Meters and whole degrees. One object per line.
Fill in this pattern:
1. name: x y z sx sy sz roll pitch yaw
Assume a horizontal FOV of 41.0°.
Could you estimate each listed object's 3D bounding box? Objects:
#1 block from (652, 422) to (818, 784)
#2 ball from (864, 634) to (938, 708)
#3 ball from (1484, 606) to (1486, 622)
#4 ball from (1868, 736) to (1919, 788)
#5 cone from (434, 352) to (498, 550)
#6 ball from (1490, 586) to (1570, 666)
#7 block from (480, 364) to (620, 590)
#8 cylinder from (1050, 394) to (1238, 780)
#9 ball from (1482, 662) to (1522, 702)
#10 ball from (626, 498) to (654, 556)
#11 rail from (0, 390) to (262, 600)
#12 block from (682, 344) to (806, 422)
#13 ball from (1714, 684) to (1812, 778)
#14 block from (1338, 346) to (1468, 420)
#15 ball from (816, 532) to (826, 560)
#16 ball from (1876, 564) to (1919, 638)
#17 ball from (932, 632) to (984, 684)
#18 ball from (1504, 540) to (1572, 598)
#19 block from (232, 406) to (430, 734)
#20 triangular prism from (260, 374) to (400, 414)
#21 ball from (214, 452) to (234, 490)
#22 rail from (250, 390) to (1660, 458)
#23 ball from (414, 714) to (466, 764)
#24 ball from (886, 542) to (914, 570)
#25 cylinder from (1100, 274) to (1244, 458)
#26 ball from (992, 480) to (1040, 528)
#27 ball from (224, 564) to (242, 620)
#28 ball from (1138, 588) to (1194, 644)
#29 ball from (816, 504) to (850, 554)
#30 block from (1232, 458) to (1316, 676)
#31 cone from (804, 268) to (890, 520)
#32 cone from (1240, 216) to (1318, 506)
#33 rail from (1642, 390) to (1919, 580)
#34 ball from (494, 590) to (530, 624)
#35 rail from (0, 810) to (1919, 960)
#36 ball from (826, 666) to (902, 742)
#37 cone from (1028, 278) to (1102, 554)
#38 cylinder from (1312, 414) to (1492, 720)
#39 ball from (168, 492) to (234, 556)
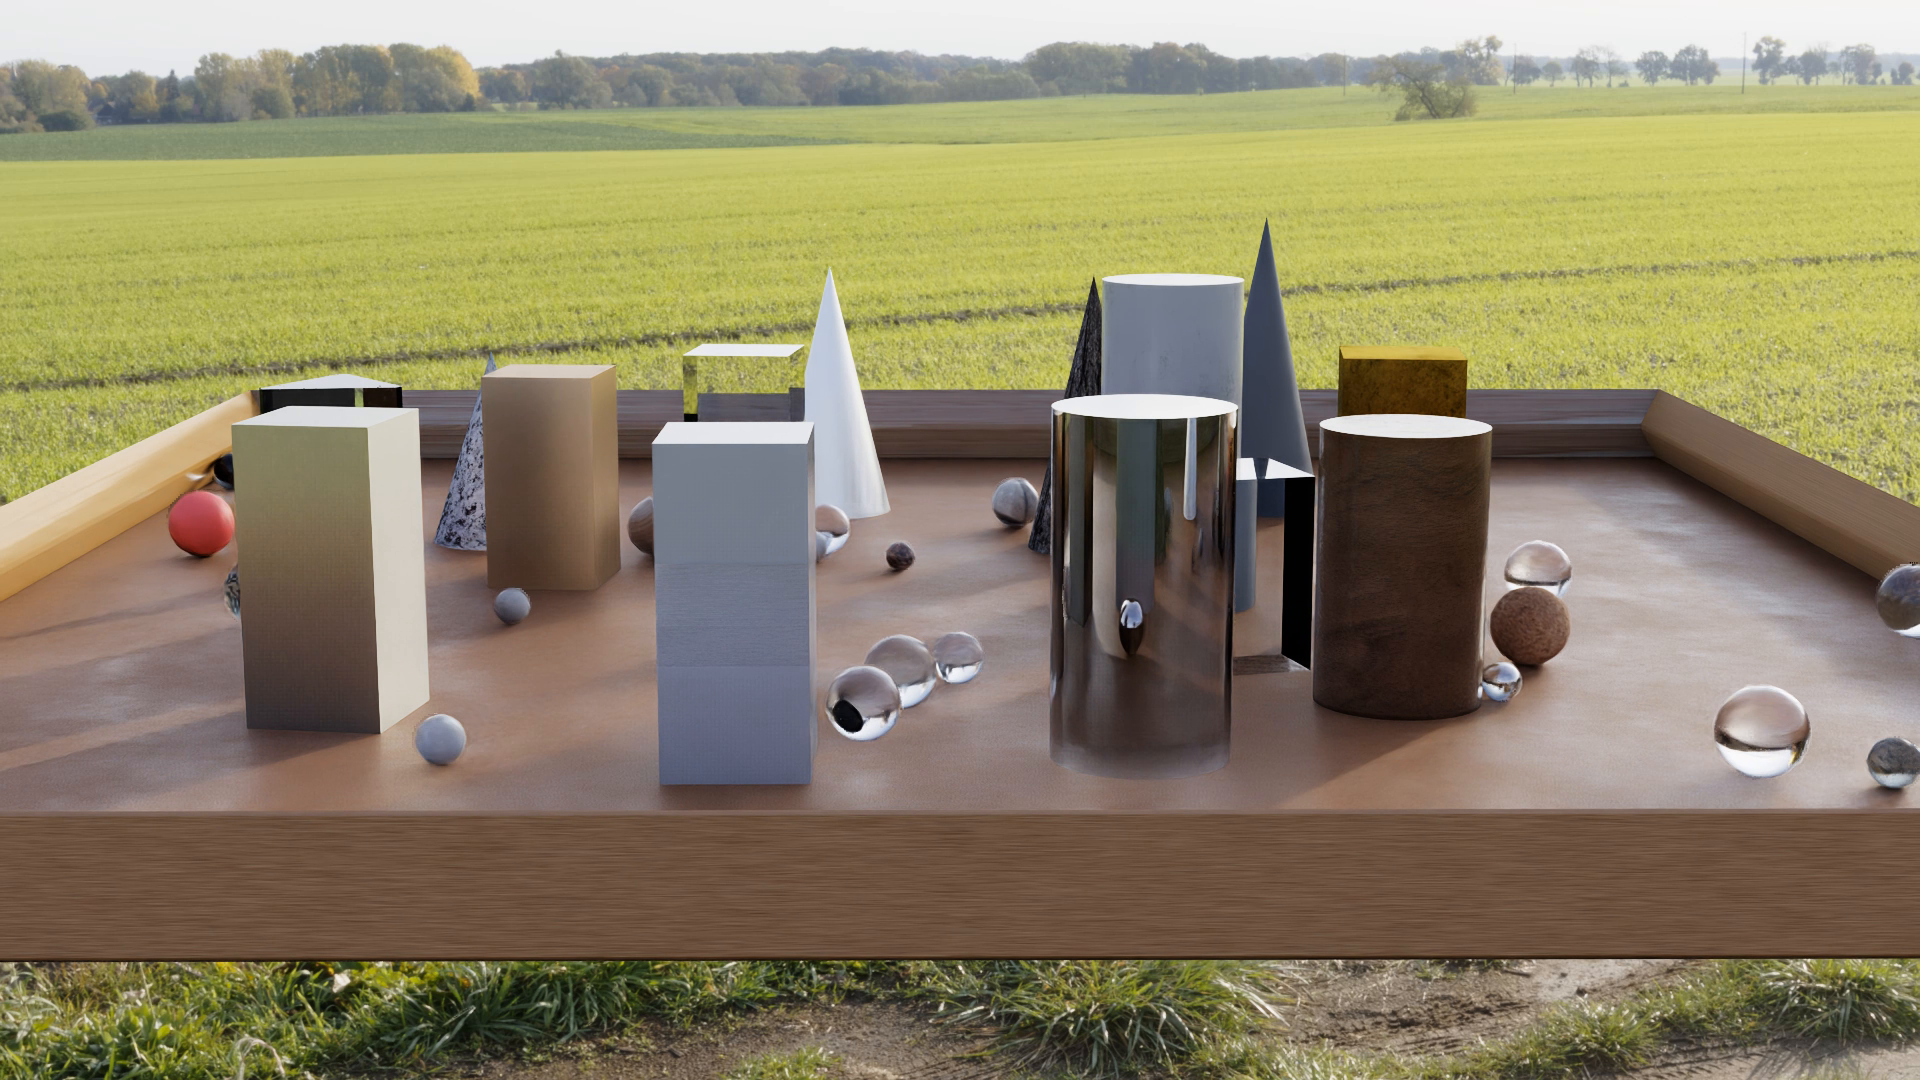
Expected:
1. block: -0.231 0.063 2.671 0.155 0.352 0.155 0 11 -1
2. ball: -0.068 0.150 2.935 0.084 0.084 0.084 0 11 0
3. ball: 0.631 0.094 3.262 0.075 0.075 0.075 0 11 0
4. ball: 0.951 0.227 2.610 0.053 0.053 0.053 0 11 0
5. cone: -0.718 -0.145 3.957 0.194 0.292 0.194 0 11 0
6. ball: 0.698 0.105 3.142 0.097 0.097 0.097 0 11 0
7. block: -0.579 -0.092 3.648 0.155 0.299 0.155 1 11 5
8. cylinder: 0.192 0.045 2.704 0.194 0.375 0.194 0 11 0
9. ball: 0.627 0.164 2.967 0.046 0.046 0.046 0 11 0
10. ball: -0.456 -0.021 3.845 0.087 0.087 0.087 0 11 0
11. rail: -1.293 0.034 3.442 0.045 0.126 2.746 0 11 0
12. block: -0.319 -0.130 3.831 0.155 0.308 0.155 1 11 5
13. ball: 0.828 0.198 2.646 0.096 0.096 0.096 0 11 0
14. block: 0.572 -0.067 3.356 0.155 0.357 0.155 1 11 6
15. ball: -0.220 0.008 3.800 0.046 0.046 0.046 0 11 0
16. ball: 1.226 0.079 3.291 0.094 0.094 0.094 0 11 0
17. ball: -0.003 0.140 3.051 0.062 0.062 0.062 0 11 0
18. ball: 0.785 0.046 3.479 0.090 0.090 0.090 0 11 0
19. block: -0.703 0.030 2.879 0.155 0.340 0.155 2 11 8
20. triangular prism: -0.780 -0.035 3.242 0.168 0.335 0.145 -1 11 -7
21. ball: -1.257 -0.119 4.436 0.065 0.065 0.065 0 11 0
22. rail: -0.008 -0.214 4.776 2.634 0.126 0.045 0 11 0
23. ball: -0.547 0.210 2.698 0.053 0.053 0.053 0 11 0
24. ball: -0.088 0.023 3.737 0.041 0.041 0.041 0 11 0
25. cylinder: 0.290 -0.141 3.537 0.194 0.436 0.194 0 11 0
26. ball: 0.089 -0.059 4.081 0.076 0.076 0.076 0 11 0
27. ball: -0.917 0.066 3.362 0.093 0.093 0.093 0 11 0
28. ball: 0.261 0.096 3.262 0.071 0.071 0.071 0 11 0
29. ball: -0.202 -0.016 3.857 0.075 0.075 0.075 0 11 0
30. block: 0.331 0.031 3.151 0.155 0.239 0.155 -3 11 -15
31. cone: -0.212 -0.248 4.209 0.194 0.402 0.194 0 11 0
32. cone: 0.507 -0.301 4.282 0.194 0.479 0.194 0 11 0
33. rail: 1.293 0.031 3.456 0.045 0.126 2.746 0 11 0
34. ball: -0.590 0.088 3.377 0.046 0.046 0.046 0 11 0
35. rail: 0.008 0.279 2.122 2.634 0.126 0.045 0 11 0
36. ball: -0.105 0.178 2.791 0.083 0.083 0.083 0 11 0
37. cone: 0.201 -0.195 3.885 0.194 0.415 0.194 0 11 0
38. cylinder: 0.507 0.028 2.947 0.194 0.321 0.194 0 11 0
39. ball: -1.136 -0.024 3.842 0.096 0.096 0.096 0 11 0
